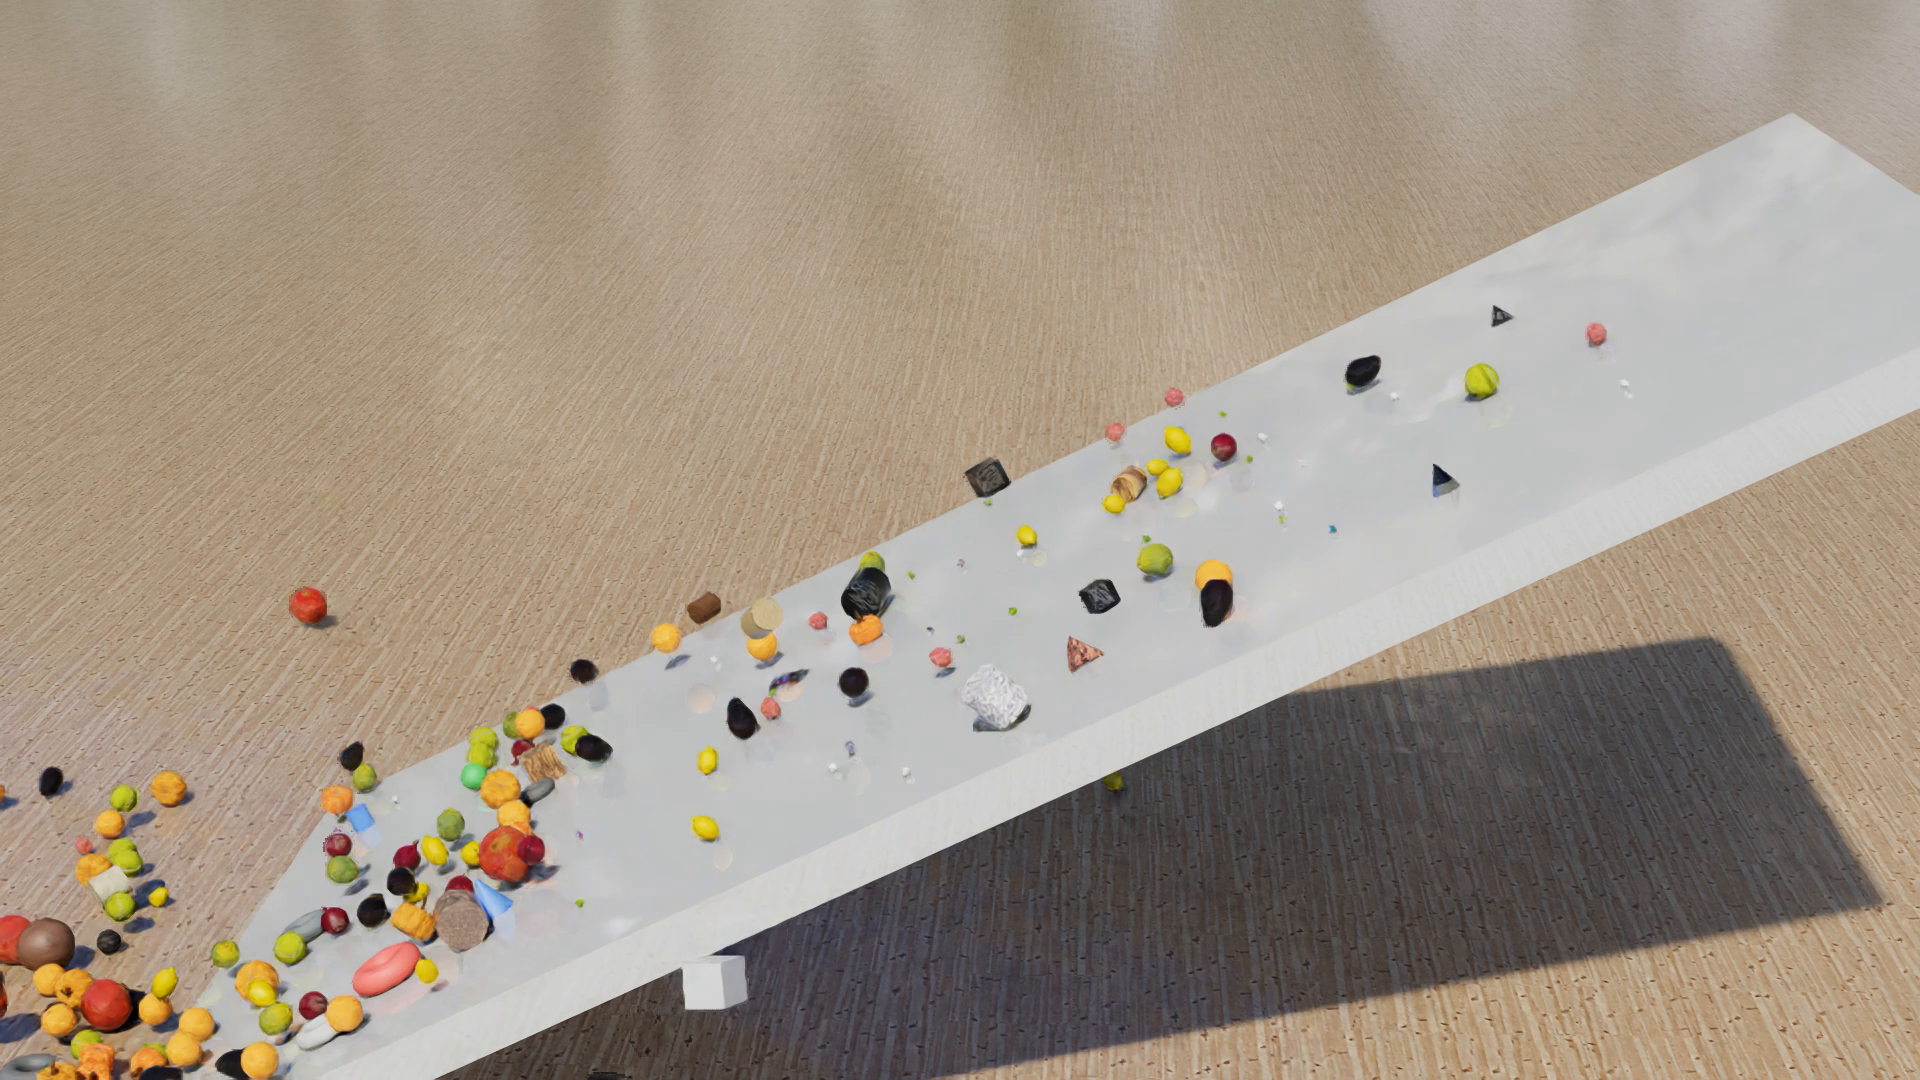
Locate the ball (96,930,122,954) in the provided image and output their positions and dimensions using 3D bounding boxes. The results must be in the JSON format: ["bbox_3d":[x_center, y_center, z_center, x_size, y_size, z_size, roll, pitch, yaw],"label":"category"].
[{"bbox_3d":[-1.997,0.943,6.902,0.055,0.055,0.055,0,17,0],"label":"ball"}]

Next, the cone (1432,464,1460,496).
[{"bbox_3d":[0.903,-0.120,5.531,0.057,0.057,0.057,-26,14,7],"label":"cone"}]

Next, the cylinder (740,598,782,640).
[{"bbox_3d":[-0.424,0.169,6.294,0.072,0.072,0.072,-8,-17,-26],"label":"cylinder"}]

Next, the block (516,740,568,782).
[{"bbox_3d":[-0.958,0.516,6.738,0.076,0.076,0.076,-31,14,-13],"label":"block"}]

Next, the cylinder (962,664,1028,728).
[{"bbox_3d":[0.064,0.290,5.477,0.088,0.088,0.088,39,5,-20],"label":"cylinder"}]

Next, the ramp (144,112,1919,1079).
[{"bbox_3d":[0.139,0.168,6.281,4.000,0.100,2.000,-25,14,10],"label":"ramp"}]

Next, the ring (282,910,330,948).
[{"bbox_3d":[-1.445,0.858,6.497,0.118,0.039,0.118,-27,12,6],"label":"ring"}]

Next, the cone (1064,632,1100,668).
[{"bbox_3d":[0.245,0.217,5.618,0.068,0.068,0.068,14,11,-22],"label":"cone"}]

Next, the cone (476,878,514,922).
[{"bbox_3d":[-0.965,0.721,5.980,0.083,0.083,0.083,-26,14,7],"label":"cone"}]

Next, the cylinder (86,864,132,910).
[{"bbox_3d":[-2.045,0.834,7.073,0.078,0.078,0.078,-31,30,-27],"label":"cylinder"}]

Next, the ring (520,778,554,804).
[{"bbox_3d":[-0.956,0.567,6.650,0.086,0.029,0.086,-27,12,6],"label":"ring"}]

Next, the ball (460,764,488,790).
[{"bbox_3d":[-1.151,0.561,6.972,0.064,0.064,0.064,0,17,0],"label":"ball"}]

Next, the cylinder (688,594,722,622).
[{"bbox_3d":[-0.646,0.173,7.444,0.062,0.062,0.062,13,20,38],"label":"cylinder"}]

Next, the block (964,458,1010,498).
[{"bbox_3d":[0.068,-0.152,7.229,0.071,0.071,0.071,-31,14,-15],"label":"block"}]

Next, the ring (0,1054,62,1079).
[{"bbox_3d":[-1.976,1.137,6.269,0.137,0.046,0.137,-1,15,0],"label":"ring"}]

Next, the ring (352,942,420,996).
[{"bbox_3d":[-1.150,0.861,5.897,0.150,0.050,0.150,-27,13,7],"label":"ring"}]

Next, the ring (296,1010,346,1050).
[{"bbox_3d":[-1.250,0.959,5.755,0.109,0.036,0.109,-27,13,7],"label":"ring"}]

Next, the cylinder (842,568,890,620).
[{"bbox_3d":[-0.214,0.122,6.681,0.092,0.092,0.092,4,25,13],"label":"cylinder"}]

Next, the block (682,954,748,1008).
[{"bbox_3d":[-0.445,0.801,5.335,0.083,0.083,0.083,-4,2,26],"label":"block"}]

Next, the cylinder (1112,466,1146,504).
[{"bbox_3d":[0.376,-0.124,6.547,0.063,0.063,0.063,7,28,22],"label":"cylinder"}]

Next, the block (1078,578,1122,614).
[{"bbox_3d":[0.280,0.113,5.886,0.051,0.051,0.051,-34,15,-23],"label":"block"}]

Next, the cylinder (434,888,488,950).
[{"bbox_3d":[-0.997,0.757,5.873,0.100,0.100,0.100,-4,9,-14],"label":"cylinder"}]

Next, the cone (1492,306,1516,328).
[{"bbox_3d":[1.186,-0.487,6.410,0.050,0.050,0.050,-6,16,9],"label":"cone"}]

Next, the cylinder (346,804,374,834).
[{"bbox_3d":[-1.461,0.679,7.164,0.051,0.051,0.051,-26,14,7],"label":"cylinder"}]

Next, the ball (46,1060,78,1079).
[{"bbox_3d":[-1.898,1.130,6.216,0.062,0.062,0.062,0,17,0],"label":"ball"}]
